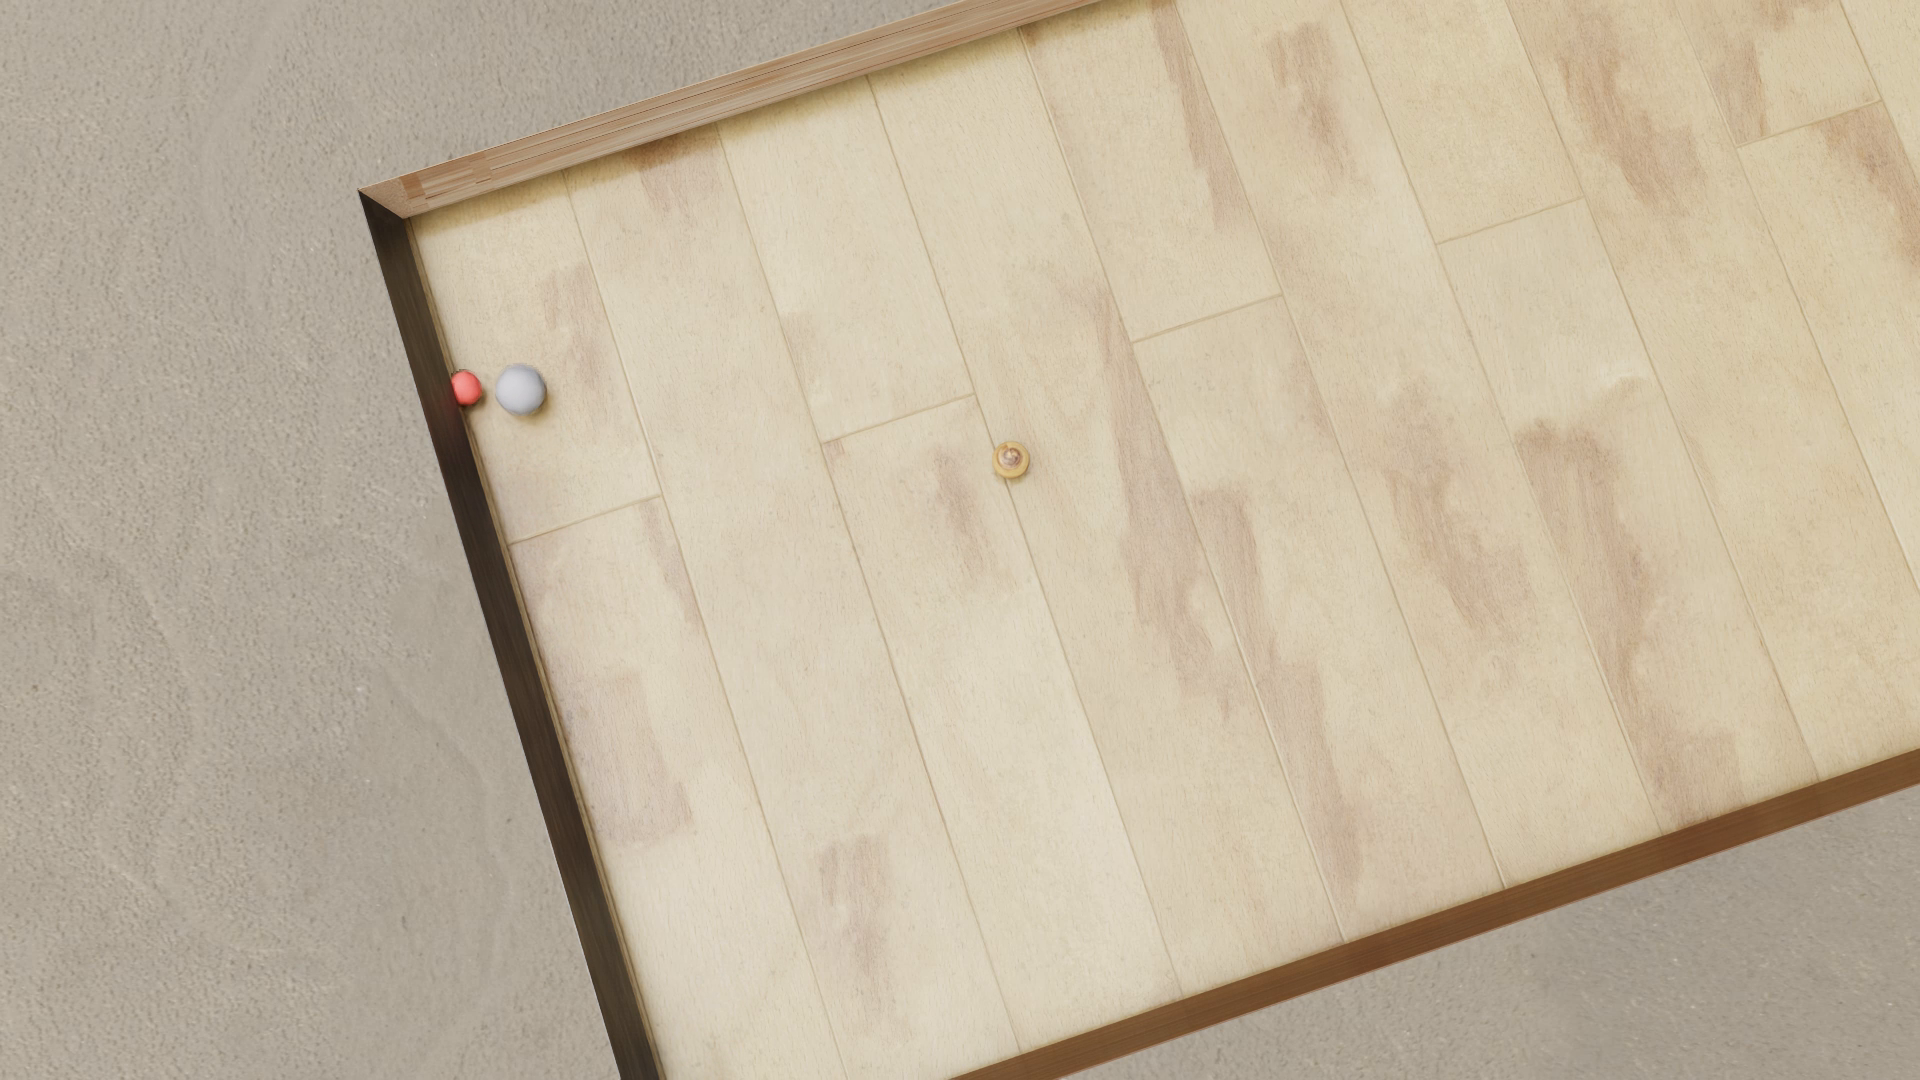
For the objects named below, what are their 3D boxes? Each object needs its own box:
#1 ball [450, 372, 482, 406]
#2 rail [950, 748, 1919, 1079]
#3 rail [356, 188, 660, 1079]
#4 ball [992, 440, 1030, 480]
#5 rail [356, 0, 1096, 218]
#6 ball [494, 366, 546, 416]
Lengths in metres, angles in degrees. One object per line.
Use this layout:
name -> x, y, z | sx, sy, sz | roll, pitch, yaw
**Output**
ball -> -0.752, -0.230, 3.340 | 0.051, 0.051, 0.051 | 0, 80, 0
rail -> 0.903, 0.490, 3.180 | 2.796, 0.103, 0.045 | -18, 80, -3
rail -> -0.641, 0.206, 3.232 | 0.045, 0.103, 1.570 | -18, 80, -3
ball -> 0.077, -0.121, 3.316 | 0.058, 0.058, 0.058 | 0, 80, 0
rail -> 0.423, -0.931, 3.441 | 2.796, 0.103, 0.045 | -18, 80, -3
ball -> -0.665, -0.226, 3.327 | 0.075, 0.075, 0.075 | 0, 80, 0
